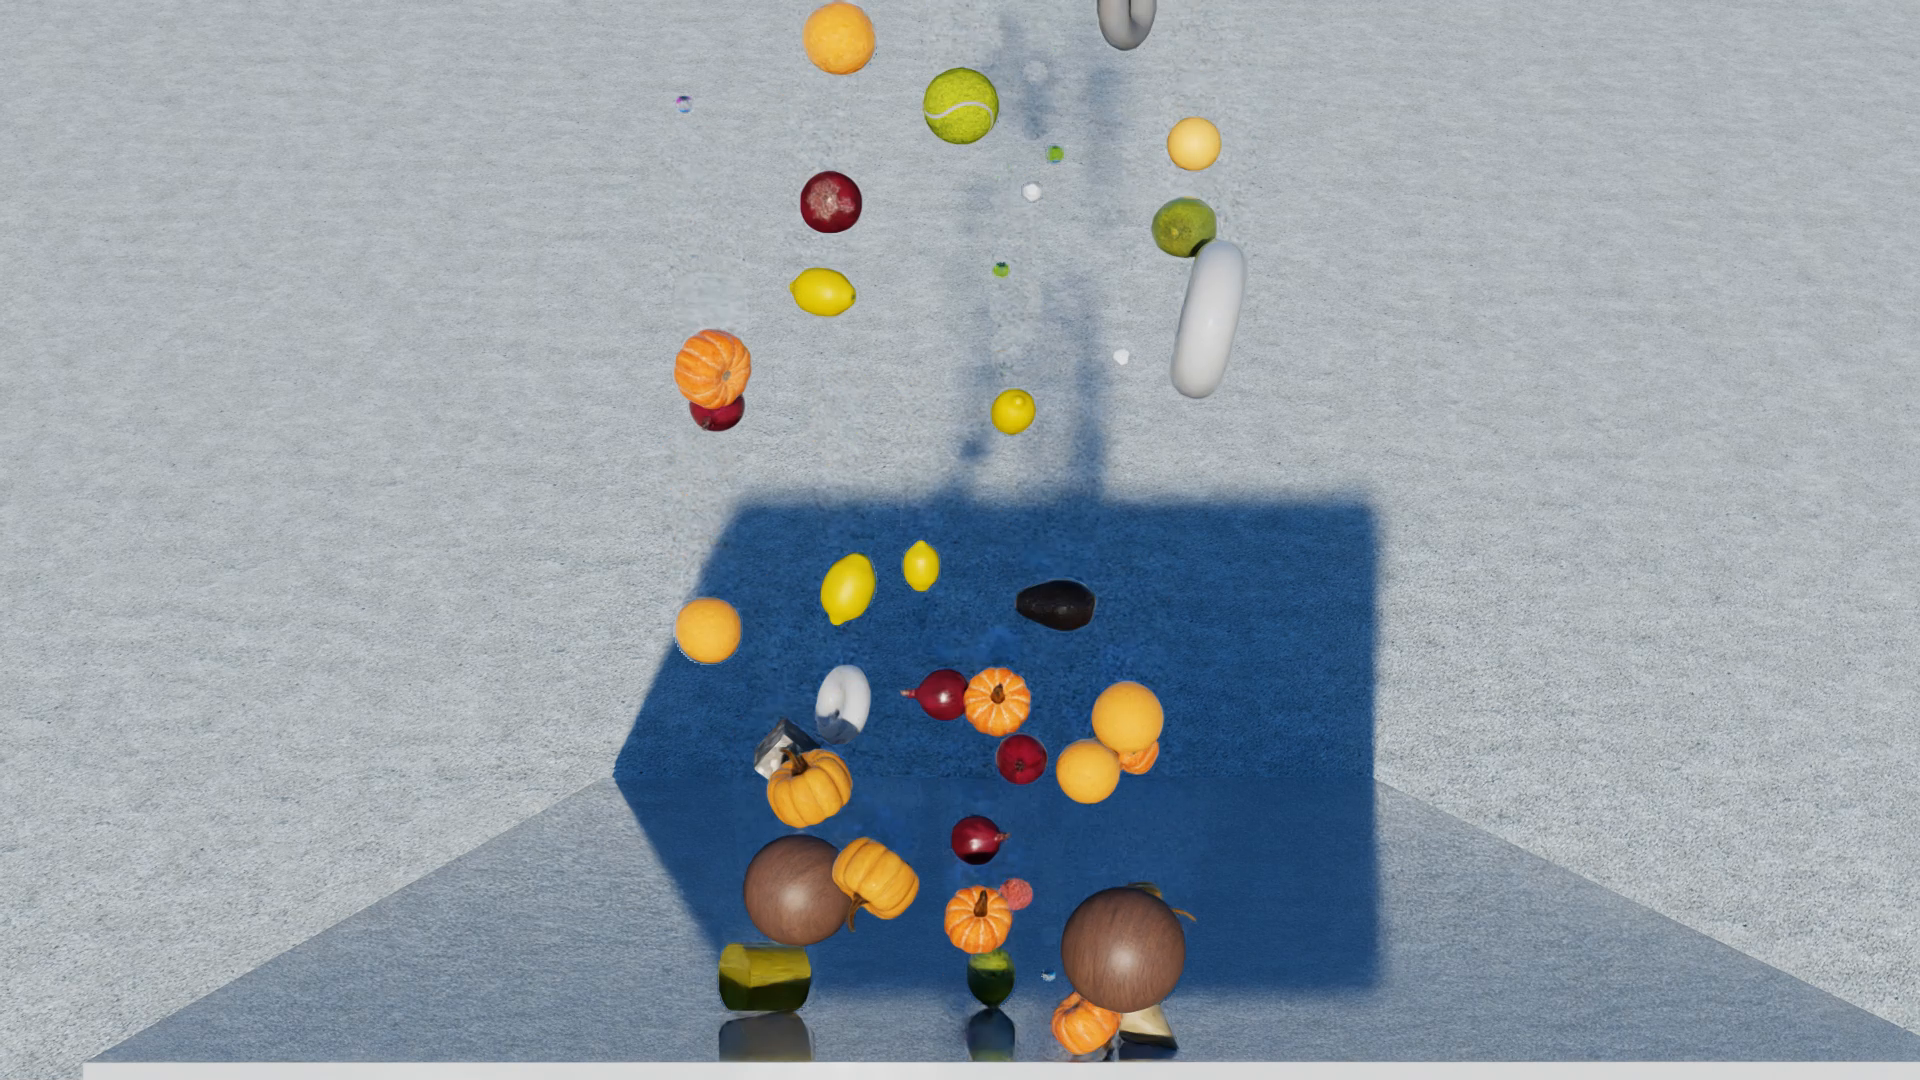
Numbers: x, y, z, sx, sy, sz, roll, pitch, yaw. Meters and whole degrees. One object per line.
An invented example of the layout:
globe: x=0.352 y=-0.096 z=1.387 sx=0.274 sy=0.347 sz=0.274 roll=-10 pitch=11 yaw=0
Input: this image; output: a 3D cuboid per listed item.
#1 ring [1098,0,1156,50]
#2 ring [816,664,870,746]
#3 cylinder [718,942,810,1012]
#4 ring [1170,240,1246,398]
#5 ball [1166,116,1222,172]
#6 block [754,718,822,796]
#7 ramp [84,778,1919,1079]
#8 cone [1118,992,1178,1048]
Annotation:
ring: x=0.160 y=-0.513 z=2.471 sx=0.031 sy=0.092 sz=0.092 roll=11 pitch=34 yaw=27
ring: x=-0.133 y=0.186 z=2.930 sx=0.031 sy=0.093 sz=0.093 roll=13 pitch=24 yaw=-31
cylinder: x=-0.231 y=0.515 z=3.057 sx=0.080 sy=0.080 sz=0.080 roll=6 pitch=26 yaw=-33
ring: x=0.227 y=-0.202 z=2.368 sx=0.049 sy=0.148 sz=0.148 roll=12 pitch=34 yaw=2
ball: x=0.234 y=-0.396 z=2.593 sx=0.055 sy=0.055 sz=0.055 roll=0 pitch=33 yaw=0
block: x=-0.192 y=0.241 z=2.885 sx=0.053 sy=0.053 sz=0.053 roll=39 pitch=11 yaw=-15
ramp: x=0.072 y=0.635 z=4.740 sx=2.000 sy=0.100 sz=4.000 roll=0 pitch=-1 yaw=0
cone: x=0.217 y=0.540 z=2.844 sx=0.062 sy=0.062 sz=0.062 roll=-26 pitch=46 yaw=-35
